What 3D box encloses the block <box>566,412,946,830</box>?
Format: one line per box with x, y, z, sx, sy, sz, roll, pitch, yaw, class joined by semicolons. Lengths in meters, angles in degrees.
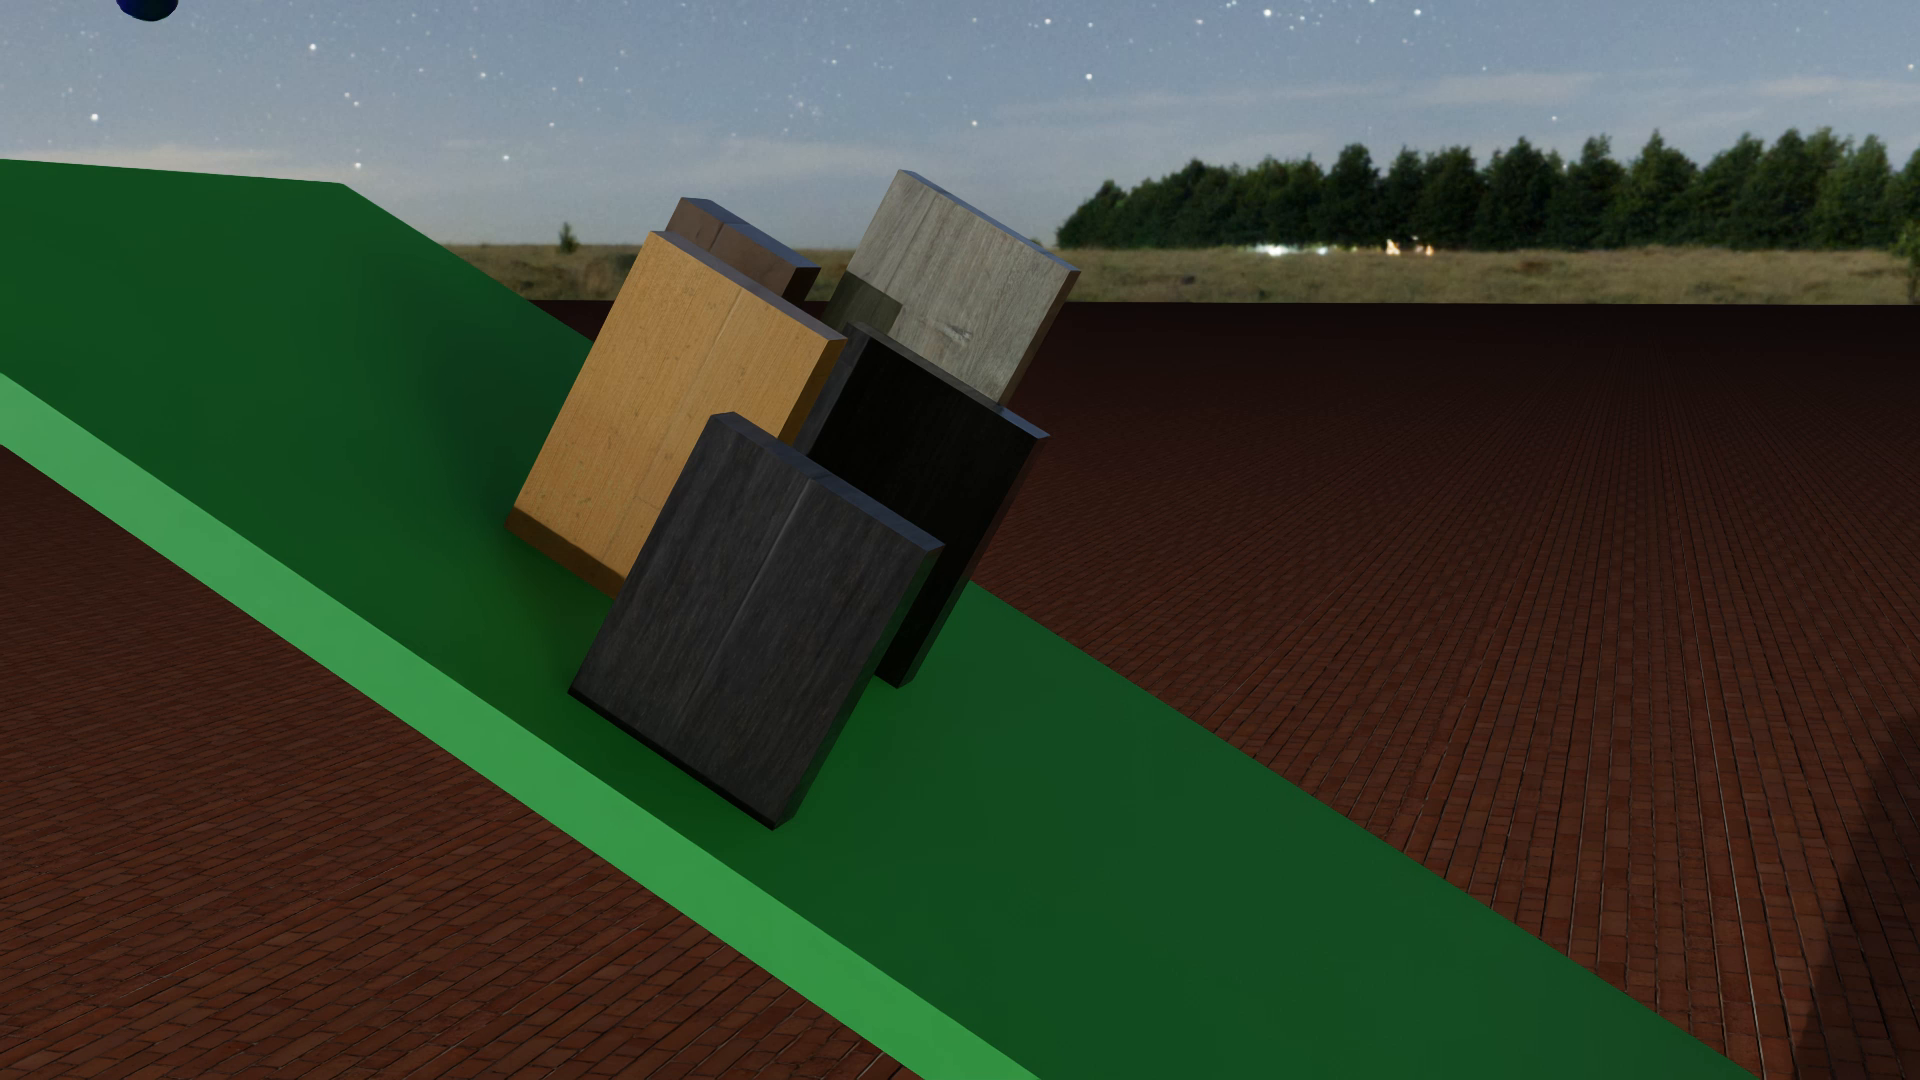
-0.314;0.122;3.339;0.389;0.500;0.089;32;15;11;block

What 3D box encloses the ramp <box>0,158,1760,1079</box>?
-0.190;0.314;4.131;4.000;0.100;2.000;32;15;11;ramp

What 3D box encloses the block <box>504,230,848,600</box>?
-0.501;-0.184;3.833;0.371;0.596;0.098;32;15;11;block

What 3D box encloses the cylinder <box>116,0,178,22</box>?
-1.491;-1.032;4.037;0.113;0.113;0.113;-3;-19;-22;cylinder

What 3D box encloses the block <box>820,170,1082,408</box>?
-0.121;-0.341;4.716;0.429;0.783;0.097;32;15;11;block

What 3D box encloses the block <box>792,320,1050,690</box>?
-0.152;-0.068;4.187;0.427;0.554;0.092;32;15;11;block

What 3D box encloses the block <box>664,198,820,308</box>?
-0.559;-0.420;4.662;0.293;0.528;0.145;32;15;11;block
